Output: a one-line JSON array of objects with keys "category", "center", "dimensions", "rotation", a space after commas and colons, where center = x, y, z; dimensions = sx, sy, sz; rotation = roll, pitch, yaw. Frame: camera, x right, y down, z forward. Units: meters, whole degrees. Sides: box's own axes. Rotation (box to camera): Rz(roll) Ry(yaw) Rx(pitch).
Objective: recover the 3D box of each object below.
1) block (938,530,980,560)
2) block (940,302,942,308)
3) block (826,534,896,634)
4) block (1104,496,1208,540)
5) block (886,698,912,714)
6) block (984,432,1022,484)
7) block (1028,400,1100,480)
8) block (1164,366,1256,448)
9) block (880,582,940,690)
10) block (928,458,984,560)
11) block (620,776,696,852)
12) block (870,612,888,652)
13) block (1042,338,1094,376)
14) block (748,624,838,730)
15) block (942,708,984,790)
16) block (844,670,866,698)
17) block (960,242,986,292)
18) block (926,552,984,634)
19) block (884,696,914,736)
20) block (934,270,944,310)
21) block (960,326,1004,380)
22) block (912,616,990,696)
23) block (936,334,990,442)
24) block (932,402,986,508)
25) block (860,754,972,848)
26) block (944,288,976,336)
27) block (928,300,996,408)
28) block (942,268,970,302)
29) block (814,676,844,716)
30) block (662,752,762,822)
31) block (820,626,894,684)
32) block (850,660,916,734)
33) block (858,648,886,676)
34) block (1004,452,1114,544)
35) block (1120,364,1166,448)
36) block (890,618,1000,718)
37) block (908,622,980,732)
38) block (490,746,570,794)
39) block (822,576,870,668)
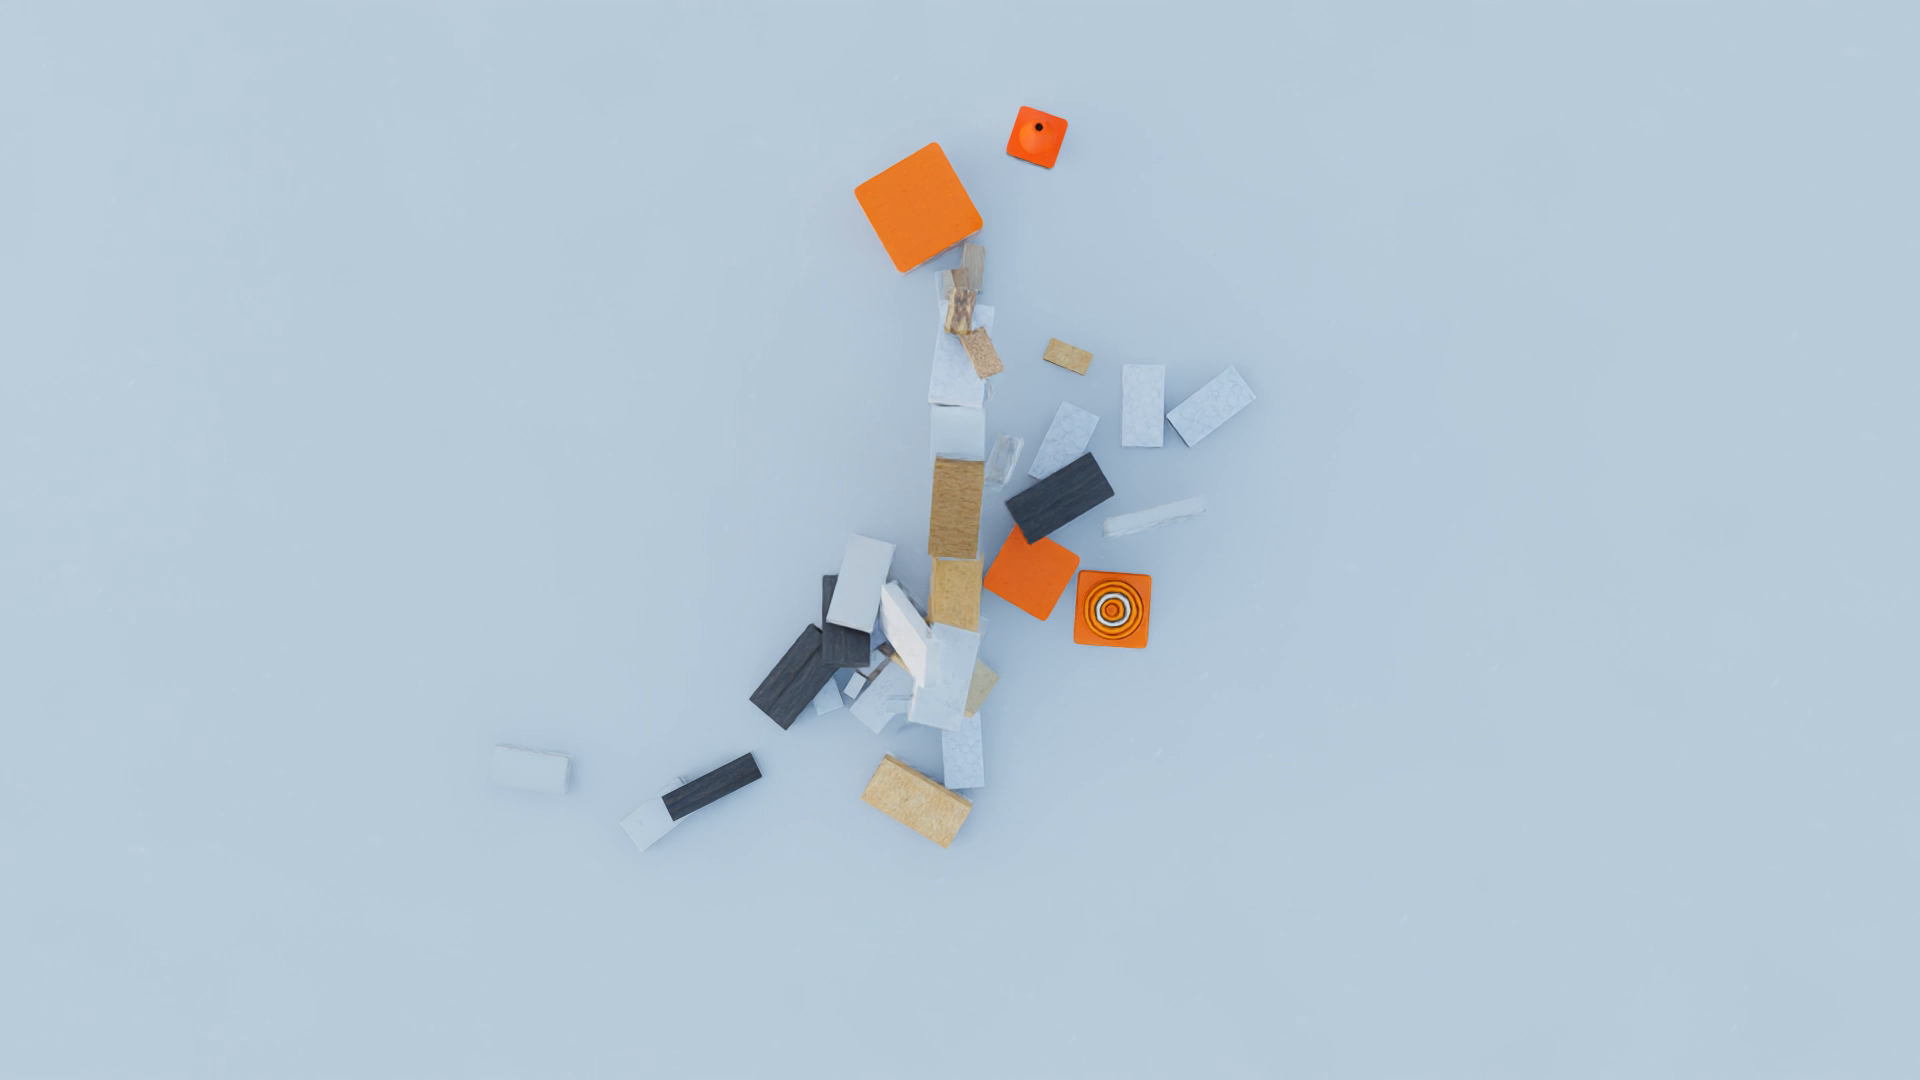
[{"category": "block", "center": [-0.003, -0.073, 5.213], "dimensions": [0.135, 0.038, 0.270], "rotation": [0, 90, 0]}, {"category": "block", "center": [-0.011, -0.700, 5.446], "dimensions": [0.087, 0.025, 0.174], "rotation": [-7, 103, 0]}, {"category": "block", "center": [-0.325, 0.142, 5.419], "dimensions": [0.153, 0.043, 0.307], "rotation": [15, 66, -1]}, {"category": "block", "center": [0.639, -0.073, 5.416], "dimensions": [0.326, 0.163, 0.046], "rotation": [-14, 83, 0]}, {"category": "block", "center": [-0.196, 0.546, 5.421], "dimensions": [0.090, 0.013, 0.045], "rotation": [3, 91, -2]}, {"category": "block", "center": [0.135, -0.259, 5.245], "dimensions": [0.078, 0.022, 0.156], "rotation": [16, 73, 18]}, {"category": "block", "center": [0.344, -0.312, 5.481], "dimensions": [0.135, 0.038, 0.271], "rotation": [25, 90, 0]}, {"category": "block", "center": [0.832, -0.443, 5.481], "dimensions": [0.276, 0.038, 0.135], "rotation": [-37, 90, 0]}, {"category": "block", "center": [-0.162, 0.303, 5.258], "dimensions": [0.047, 0.369, 0.166], "rotation": [-10, 123, -23]}, {"category": "block", "center": [-0.013, -0.097, 5.123], "dimensions": [0.153, 0.043, 0.307], "rotation": [5, 109, 0]}, {"category": "block", "center": [-0.995, 0.912, 5.483], "dimensions": [0.246, 0.035, 0.123], "rotation": [-37, 90, 0]}, {"category": "block", "center": [-0.255, 0.286, 5.459], "dimensions": [0.183, 0.026, 0.091], "rotation": [-34, 84, -16]}, {"category": "block", "center": [0.360, -0.610, 5.489], "dimensions": [0.151, 0.021, 0.076], "rotation": [22, 90, 0]}, {"category": "block", "center": [-0.532, 0.452, 5.453], "dimensions": [0.163, 0.046, 0.326], "rotation": [40, 97, 4]}, {"category": "block", "center": [0.008, 0.690, 5.481], "dimensions": [0.131, 0.037, 0.263], "rotation": [-4, 90, 0]}, {"category": "block", "center": [-0.347, 0.480, 5.474], "dimensions": [0.045, 0.013, 0.090], "rotation": [33, 115, 4]}, {"category": "block", "center": [0.040, -0.905, 5.478], "dimensions": [0.076, 0.021, 0.151], "rotation": [7, 89, -16]}, {"category": "block", "center": [-0.017, 0.188, 5.409], "dimensions": [0.162, 0.046, 0.325], "rotation": [10, 73, -15]}, {"category": "block", "center": [-0.183, 0.510, 5.481], "dimensions": [0.131, 0.037, 0.263], "rotation": [42, 90, 0]}, {"category": "block", "center": [-0.025, -0.731, 5.489], "dimensions": [0.076, 0.021, 0.333], "rotation": [-8, 90, 0]}, {"category": "block", "center": [0.067, -0.571, 5.032], "dimensions": [0.078, 0.022, 0.156], "rotation": [-22, 70, -10]}, {"category": "block", "center": [-0.032, 0.384, 5.401], "dimensions": [0.162, 0.046, 0.325], "rotation": [23, 66, -9]}, {"category": "block", "center": [0.007, -0.475, 5.145], "dimensions": [0.165, 0.047, 0.329], "rotation": [1, 90, -1]}, {"category": "block", "center": [-0.007, -0.261, 5.115], "dimensions": [0.165, 0.047, 0.329], "rotation": [0, 110, 0]}, {"category": "block", "center": [-0.144, 0.865, 5.458], "dimensions": [0.332, 0.047, 0.166], "rotation": [30, 103, 0]}, {"category": "block", "center": [0.002, -0.702, 5.071], "dimensions": [0.078, 0.022, 0.156], "rotation": [6, 60, 5]}, {"category": "block", "center": [0.006, -0.572, 5.068], "dimensions": [0.165, 0.047, 0.329], "rotation": [7, 68, 1]}, {"category": "block", "center": [-0.007, -0.808, 5.449], "dimensions": [0.087, 0.025, 0.174], "rotation": [-6, 102, 0]}, {"category": "block", "center": [-0.458, 0.481, 5.487], "dimensions": [0.091, 0.026, 0.183], "rotation": [-19, 90, 0]}, {"category": "block", "center": [-0.821, 0.817, 5.463], "dimensions": [0.323, 0.026, 0.091], "rotation": [-26, 88, -8]}, {"category": "block", "center": [-0.341, 0.346, 5.481], "dimensions": [0.263, 0.037, 0.131], "rotation": [41, 90, 0]}, {"category": "block", "center": [-0.239, 0.507, 5.445], "dimensions": [0.123, 0.035, 0.246], "rotation": [41, 90, 0]}, {"category": "block", "center": [-0.292, 0.405, 5.456], "dimensions": [0.045, 0.013, 0.090], "rotation": [44, 90, 0]}, {"category": "block", "center": [0.329, -0.137, 5.435], "dimensions": [0.326, 0.046, 0.163], "rotation": [-31, 92, -2]}, {"category": "block", "center": [0.608, -0.445, 5.481], "dimensions": [0.135, 0.038, 0.271], "rotation": [2, 90, 0]}, {"category": "block", "center": [-0.048, 0.421, 5.436], "dimensions": [0.332, 0.047, 0.166], "rotation": [38, 63, -2]}, {"category": "block", "center": [-0.050, 0.441, 5.298], "dimensions": [0.162, 0.046, 0.325], "rotation": [16, 79, -14]}, {"category": "block", "center": [-1.429, 0.765, 5.483], "dimensions": [0.246, 0.035, 0.123], "rotation": [9, 90, 0]}, {"category": "block", "center": [-0.374, 0.265, 5.413], "dimensions": [0.153, 0.043, 0.307], "rotation": [0, 67, -3]}]
